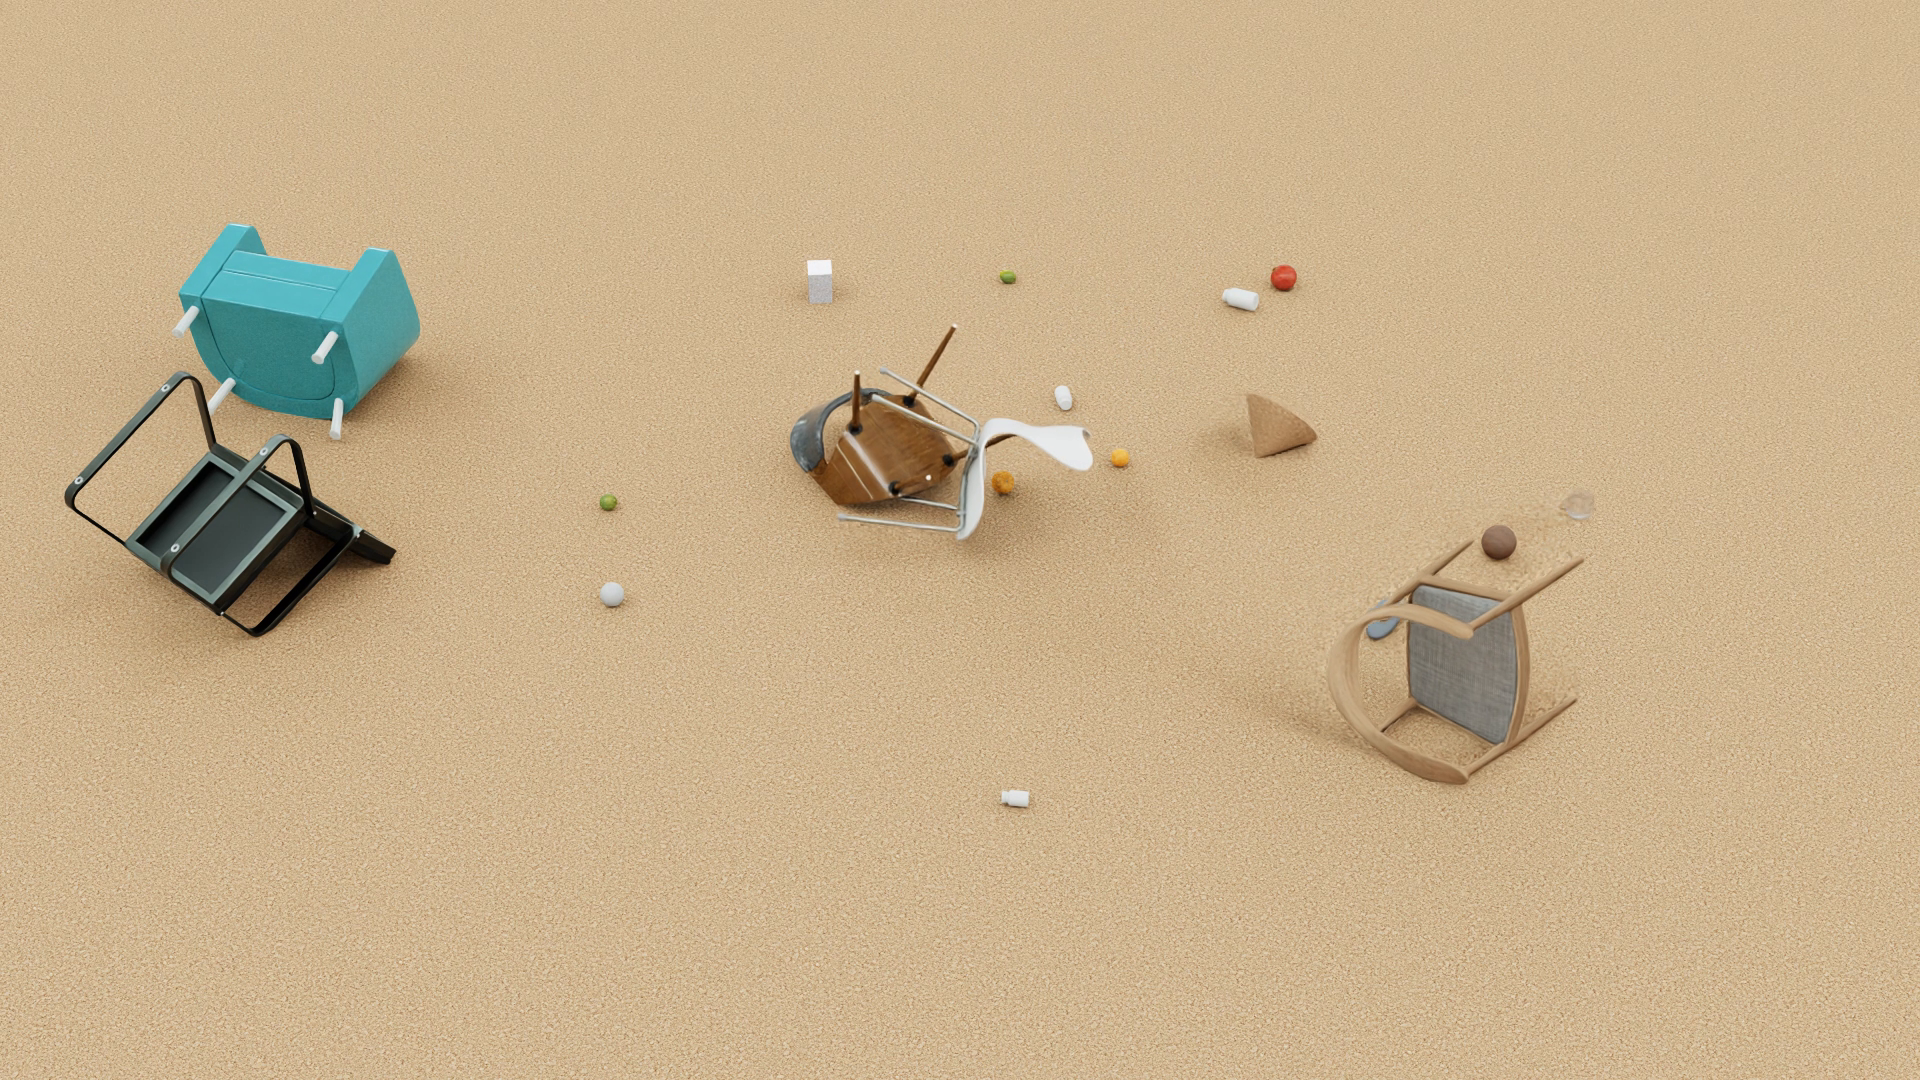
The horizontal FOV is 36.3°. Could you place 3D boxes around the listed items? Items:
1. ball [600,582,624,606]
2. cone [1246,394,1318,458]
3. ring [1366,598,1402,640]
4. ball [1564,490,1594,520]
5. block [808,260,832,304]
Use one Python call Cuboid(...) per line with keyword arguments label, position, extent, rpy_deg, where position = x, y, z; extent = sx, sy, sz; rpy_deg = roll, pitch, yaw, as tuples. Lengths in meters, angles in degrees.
Cuboid(label="ball", position=(-1.254, 0.196, 10.568), extent=(0.088, 0.088, 0.088), rpy_deg=(0, 33, 0))
Cuboid(label="cone", position=(1.204, -0.399, 11.438), extent=(0.325, 0.196, 0.308), rpy_deg=(33, -8, -7))
Cuboid(label="ring", position=(1.517, 0.279, 10.486), extent=(0.108, 0.039, 0.264), rpy_deg=(13, 36, 20))
Cuboid(label="ball", position=(2.335, -0.131, 11.045), extent=(0.109, 0.109, 0.109), rpy_deg=(0, 33, 0))
Cuboid(label="block", position=(-0.596, -1.100, 12.489), extent=(0.099, 0.138, 0.126), rpy_deg=(-2, 33, -4))
